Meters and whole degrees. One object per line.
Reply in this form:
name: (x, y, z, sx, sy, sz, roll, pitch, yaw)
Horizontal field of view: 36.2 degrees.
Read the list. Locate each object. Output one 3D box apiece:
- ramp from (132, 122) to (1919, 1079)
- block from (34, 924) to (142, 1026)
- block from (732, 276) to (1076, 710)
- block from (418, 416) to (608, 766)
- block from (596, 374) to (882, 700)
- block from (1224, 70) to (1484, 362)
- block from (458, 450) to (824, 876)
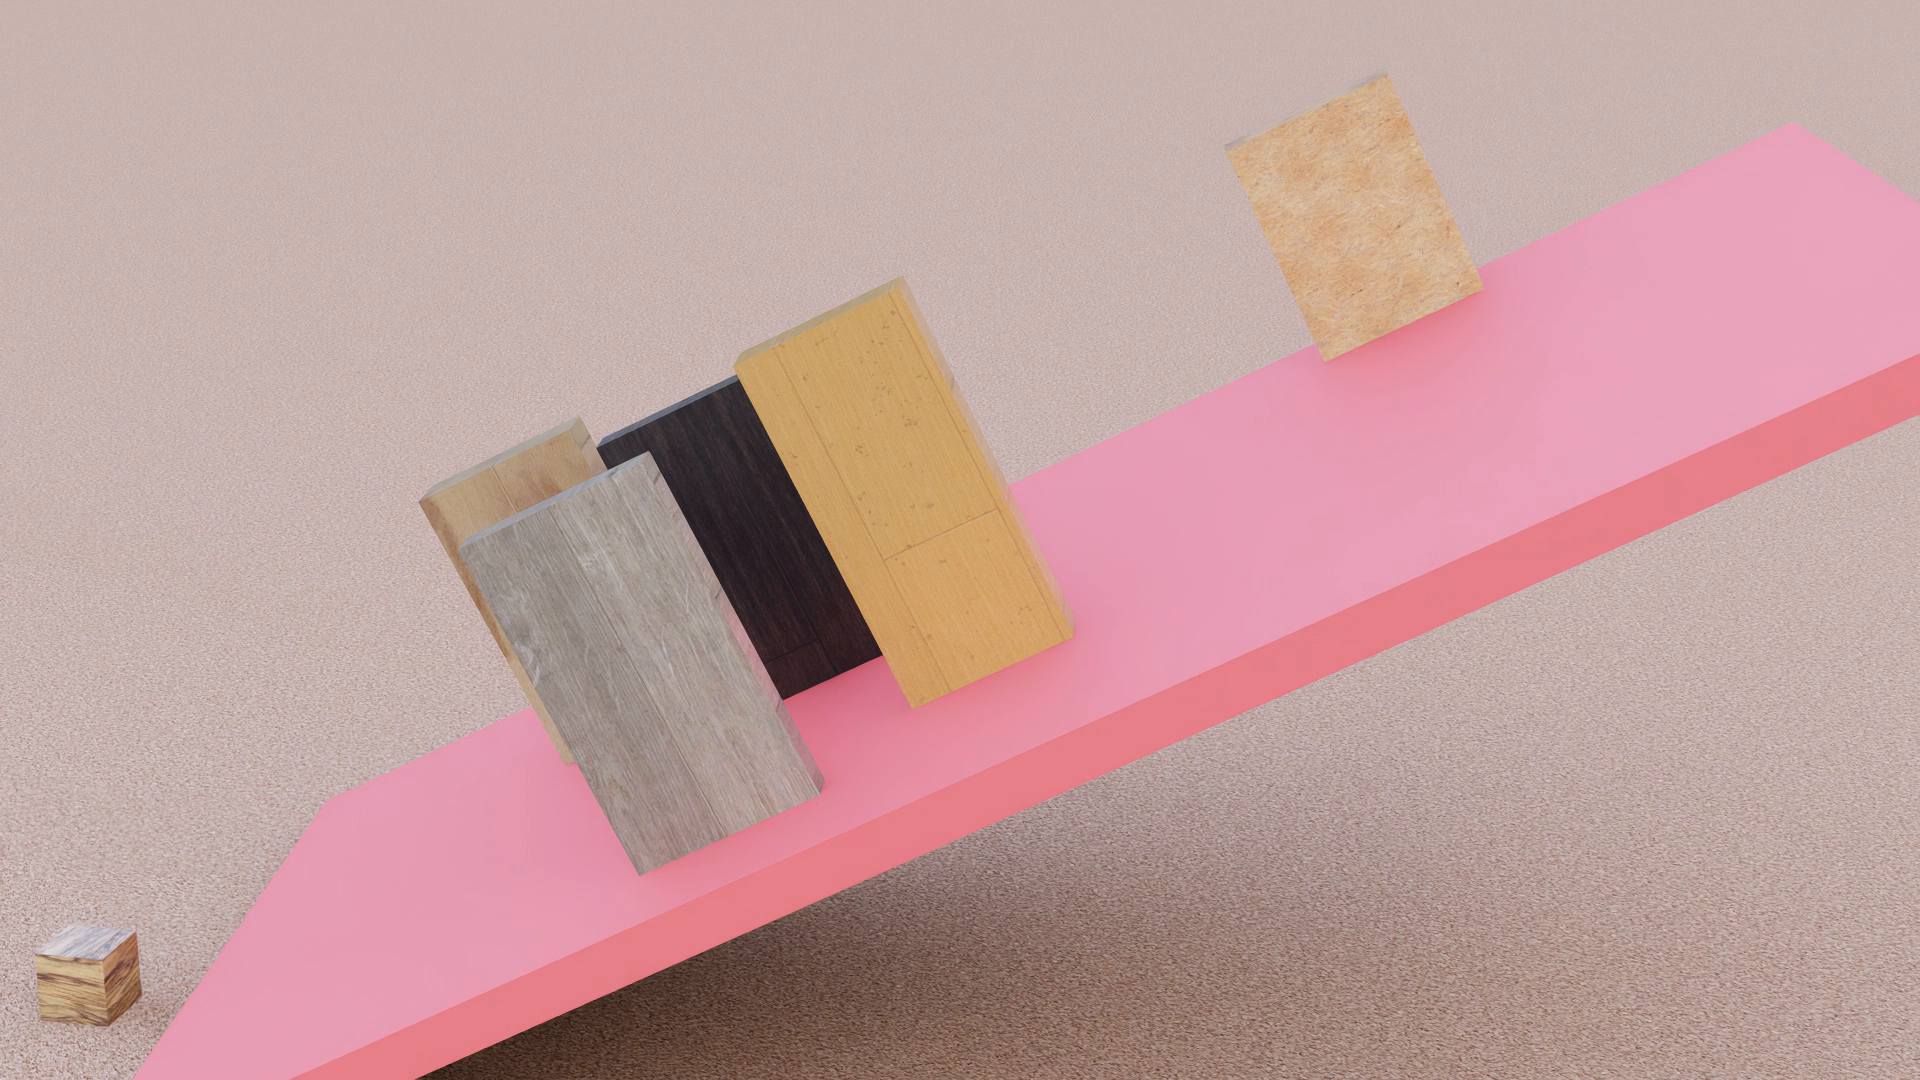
ramp: (0.138, 0.168, 6.281, 4.000, 0.100, 2.000, -25, 14, 10)
block: (-1.943, 0.971, 6.562, 0.161, 0.161, 0.161, 3, 17, 11)
block: (-0.104, -0.090, 5.810, 0.359, 0.778, 0.124, -25, 14, 10)
block: (-0.882, 0.118, 6.697, 0.386, 0.696, 0.135, -25, 14, 10)
block: (-0.450, 0.006, 6.336, 0.383, 0.675, 0.087, -25, 14, 10)
block: (0.916, -0.751, 6.831, 0.406, 0.550, 0.092, -25, 14, 10)
block: (-0.604, 0.242, 5.626, 0.396, 0.731, 0.086, -25, 14, 10)
